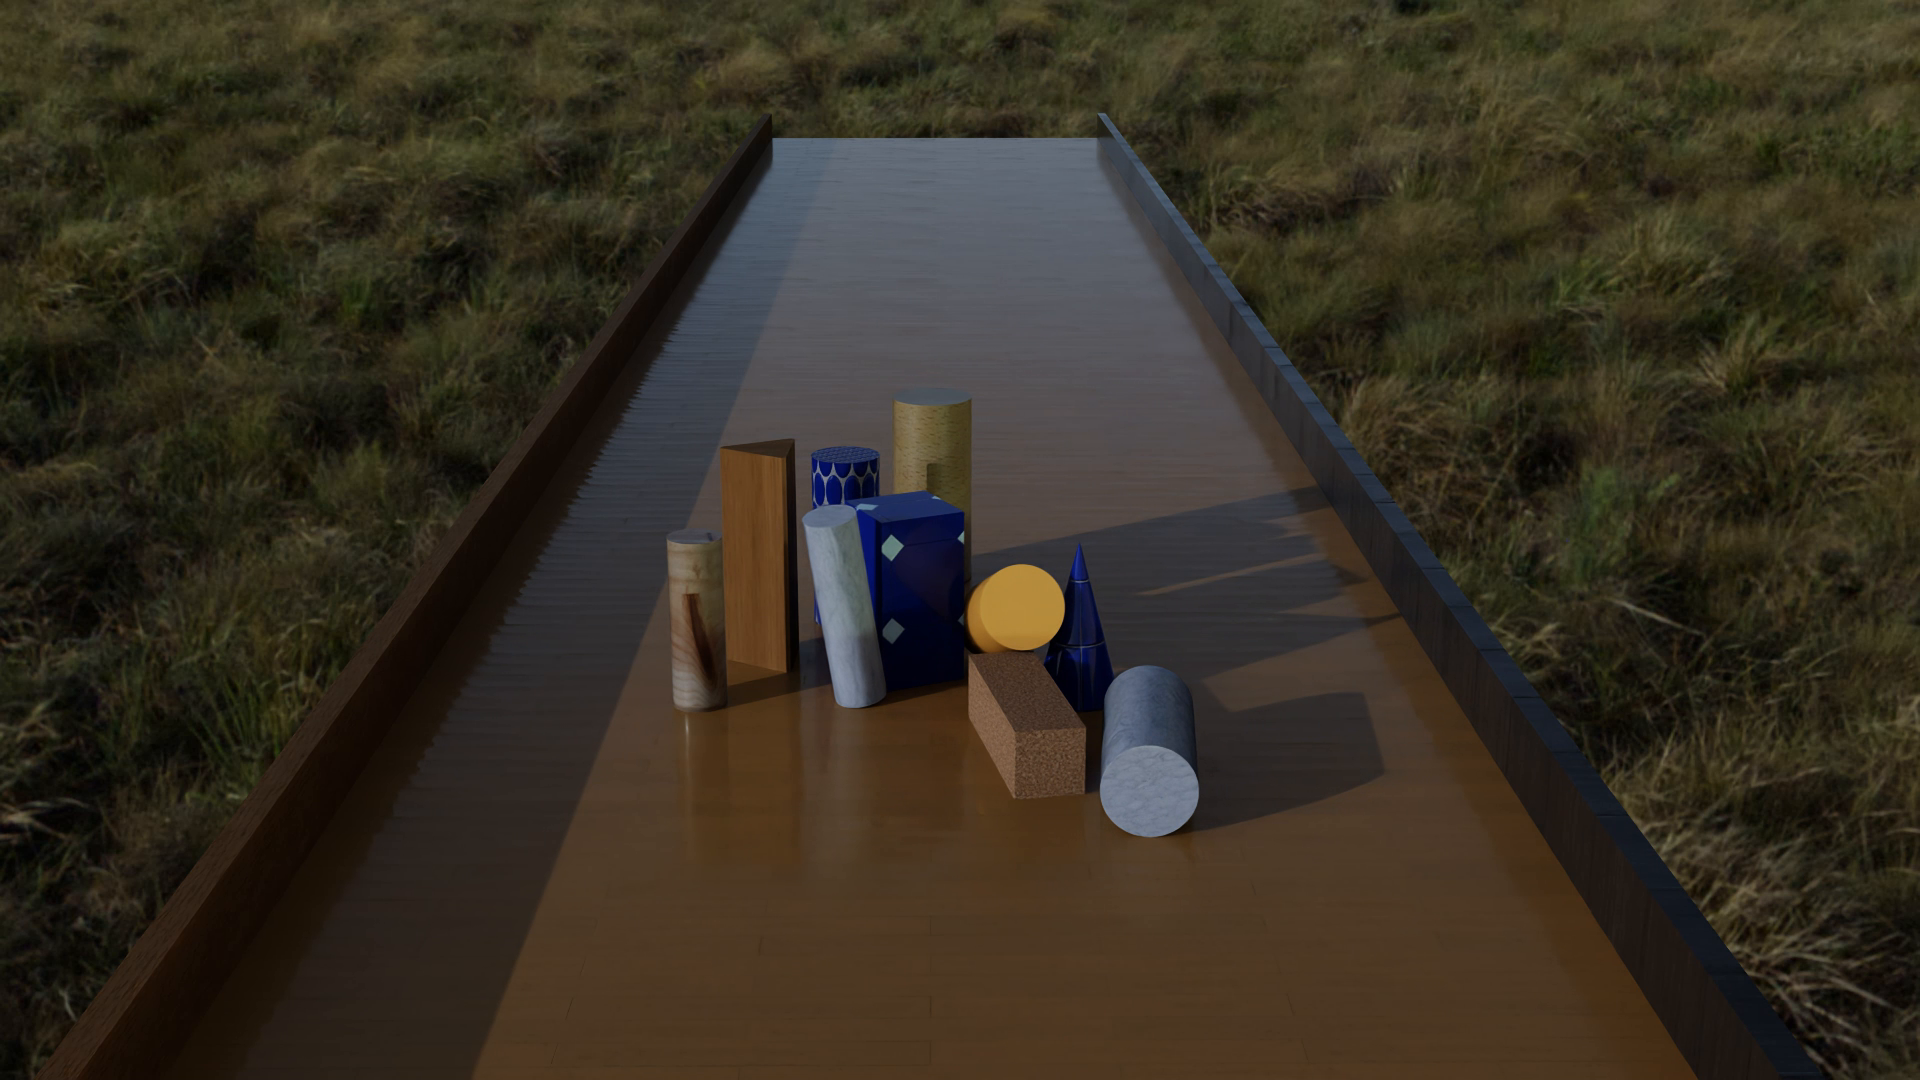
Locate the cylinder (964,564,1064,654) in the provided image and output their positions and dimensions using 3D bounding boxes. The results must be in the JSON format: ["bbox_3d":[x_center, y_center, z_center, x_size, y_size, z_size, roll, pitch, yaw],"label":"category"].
[{"bbox_3d":[0.092,0.143,4.252,0.160,0.160,0.349,-2,-6,-8],"label":"cylinder"}]

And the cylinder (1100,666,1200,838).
[{"bbox_3d":[0.322,0.354,3.754,0.161,0.161,0.383,1,17,4],"label":"cylinder"}]

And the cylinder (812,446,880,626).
[{"bbox_3d":[-0.238,-0.005,4.614,0.143,0.359,0.143,0,17,0],"label":"cylinder"}]

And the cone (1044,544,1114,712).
[{"bbox_3d":[0.224,0.152,4.169,0.164,0.312,0.164,0,17,0],"label":"cone"}]

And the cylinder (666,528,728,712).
[{"bbox_3d":[-0.494,0.152,4.136,0.104,0.331,0.104,0,17,0],"label":"cylinder"}]

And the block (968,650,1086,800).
[{"bbox_3d":[0.115,0.324,3.922,0.123,0.123,0.400,-3,17,-11],"label":"block"}]

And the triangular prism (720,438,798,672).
[{"bbox_3d":[-0.368,0.024,4.377,0.155,0.438,0.134,10,19,31],"label":"triangular prism"}]

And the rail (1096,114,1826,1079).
[{"bbox_3d":[0.932,-0.844,7.801,0.050,0.150,12.000,0,17,-1],"label":"rail"}]

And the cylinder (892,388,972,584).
[{"bbox_3d":[-0.062,-0.115,4.884,0.175,0.416,0.175,0,17,0],"label":"cylinder"}]

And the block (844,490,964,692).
[{"bbox_3d":[-0.109,0.098,4.300,0.174,0.341,0.174,-8,18,-25],"label":"block"}]

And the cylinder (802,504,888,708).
[{"bbox_3d":[-0.214,0.126,4.120,0.101,0.378,0.101,-7,25,3],"label":"cylinder"}]

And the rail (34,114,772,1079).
[{"bbox_3d":[-1.118,-0.838,7.780,0.050,0.150,12.000,0,17,-1],"label":"rail"}]
